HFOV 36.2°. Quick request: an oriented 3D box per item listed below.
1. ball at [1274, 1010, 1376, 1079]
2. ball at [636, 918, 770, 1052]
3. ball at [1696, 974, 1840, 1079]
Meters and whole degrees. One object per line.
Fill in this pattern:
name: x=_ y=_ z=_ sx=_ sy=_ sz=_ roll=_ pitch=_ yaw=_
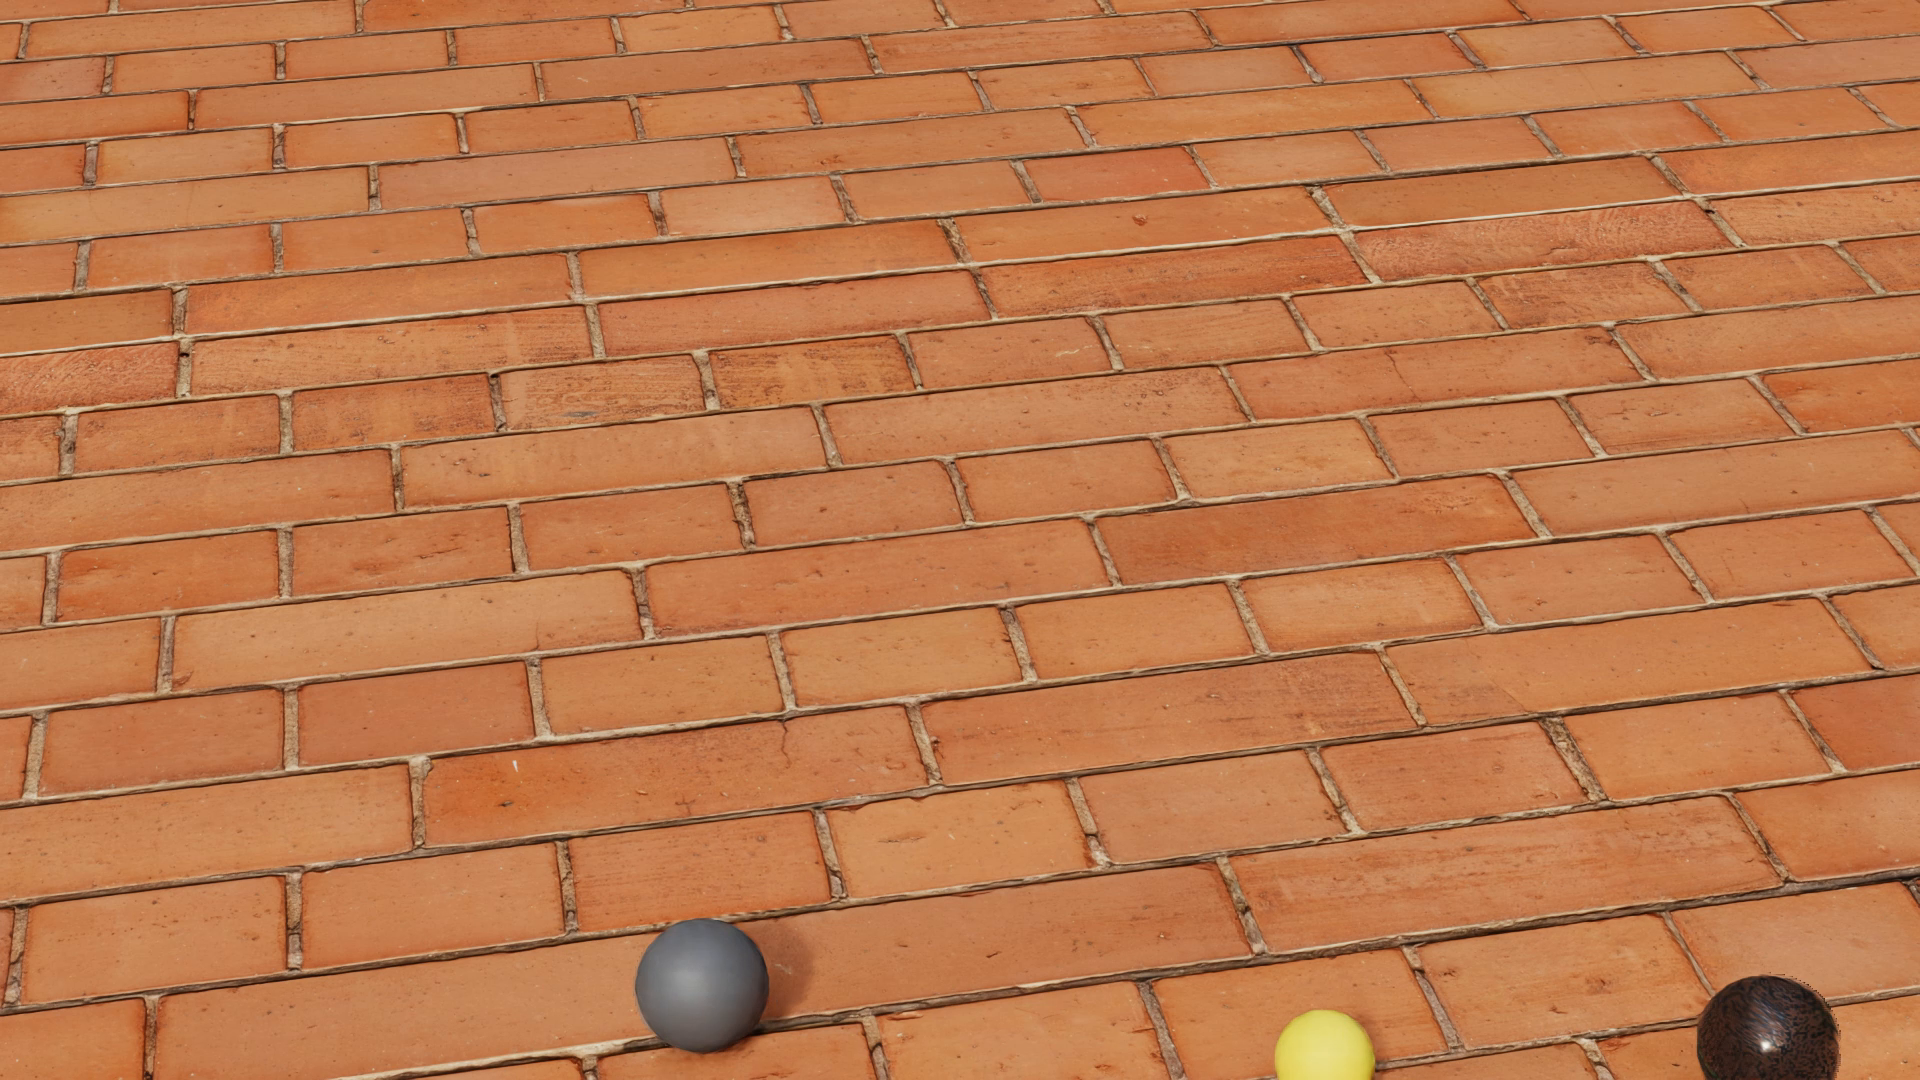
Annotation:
ball: x=0.155 y=0.221 z=1.251 sx=0.043 sy=0.043 sz=0.043 roll=0 pitch=33 yaw=0
ball: x=-0.112 y=0.194 z=1.280 sx=0.058 sy=0.058 sz=0.058 roll=0 pitch=33 yaw=0
ball: x=0.343 y=0.214 z=1.247 sx=0.059 sy=0.059 sz=0.059 roll=0 pitch=33 yaw=0
